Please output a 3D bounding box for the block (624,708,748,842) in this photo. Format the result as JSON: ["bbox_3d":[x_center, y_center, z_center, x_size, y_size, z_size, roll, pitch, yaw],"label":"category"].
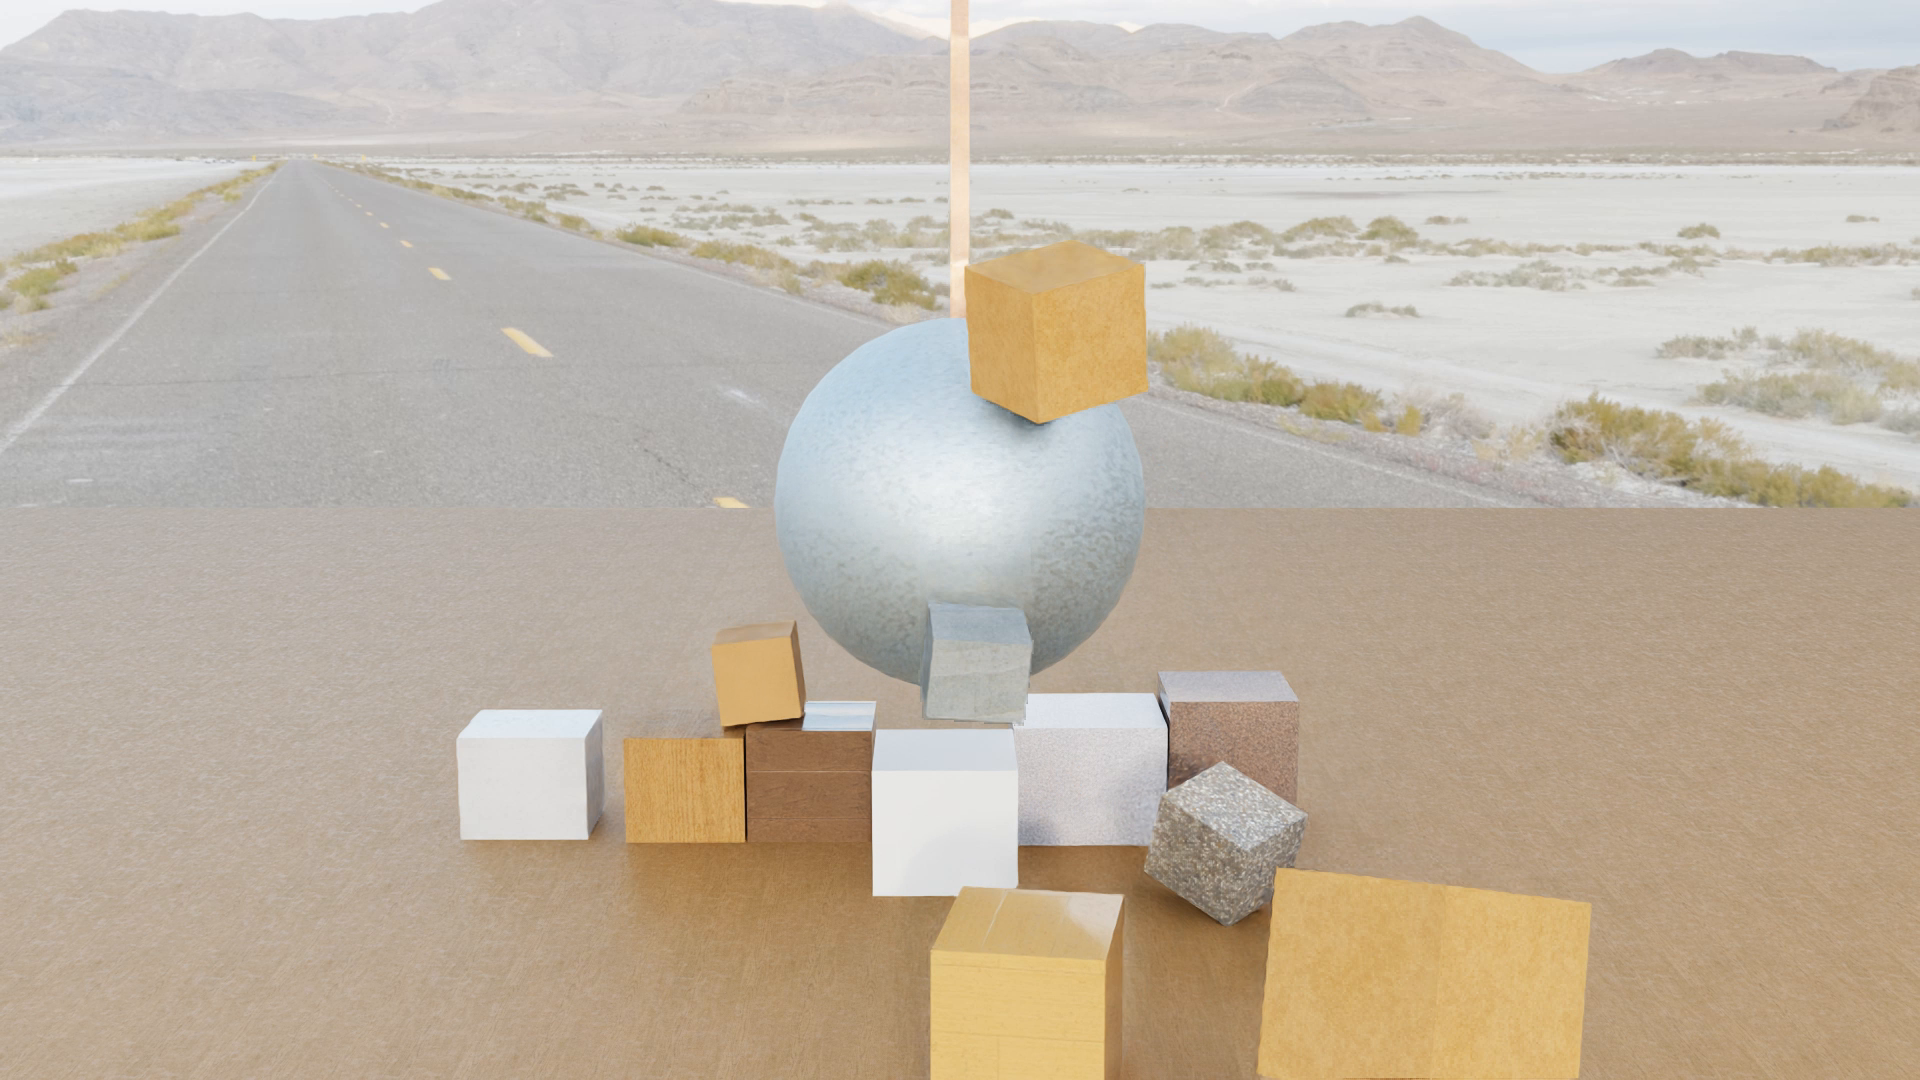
[{"bbox_3d":[-1.391,1.211,11.386,0.603,0.544,0.607,0,10,0],"label":"block"}]

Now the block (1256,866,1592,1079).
[{"bbox_3d":[1.552,1.502,7.362,0.738,0.693,0.742,13,-10,-36],"label":"block"}]

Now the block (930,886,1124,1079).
[{"bbox_3d":[0.258,1.734,8.089,0.617,0.694,0.687,2,10,9],"label":"block"}]

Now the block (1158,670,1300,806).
[{"bbox_3d":[1.371,1.114,11.371,0.648,0.740,0.640,0,10,-1],"label":"block"}]

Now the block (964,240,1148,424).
[{"bbox_3d":[0.372,-0.817,8.526,0.517,0.512,0.467,-18,28,-28],"label":"block"}]

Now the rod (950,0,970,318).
[{"bbox_3d":[0.000,-3.535,9.803,0.080,5.200,0.080,0,-6,0],"label":"rod"}]

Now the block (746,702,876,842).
[{"bbox_3d":[-0.759,1.191,11.388,0.633,0.582,0.595,0,10,0],"label":"block"}]

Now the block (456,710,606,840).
[{"bbox_3d":[-2.218,1.212,11.418,0.646,0.531,0.557,0,10,0],"label":"block"}]

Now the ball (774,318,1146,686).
[{"bbox_3d":[0.000,-0.152,9.457,1.600,1.600,1.600,0,10,0],"label":"ball"}]

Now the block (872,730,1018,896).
[{"bbox_3d":[-0.073,1.310,10.659,0.680,0.609,0.733,0,10,-1],"label":"block"}]

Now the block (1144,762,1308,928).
[{"bbox_3d":[1.219,1.394,10.115,0.501,0.437,0.459,31,36,33],"label":"block"}]

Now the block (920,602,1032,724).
[{"bbox_3d":[0.057,0.460,8.276,0.364,0.315,0.358,4,20,-5],"label":"block"}]

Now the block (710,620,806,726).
[{"bbox_3d":[-1.036,0.681,11.347,0.408,0.424,0.418,-7,10,1],"label":"block"}]

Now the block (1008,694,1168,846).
[{"bbox_3d":[0.648,1.177,11.382,0.771,0.611,0.699,0,10,-1],"label":"block"}]
